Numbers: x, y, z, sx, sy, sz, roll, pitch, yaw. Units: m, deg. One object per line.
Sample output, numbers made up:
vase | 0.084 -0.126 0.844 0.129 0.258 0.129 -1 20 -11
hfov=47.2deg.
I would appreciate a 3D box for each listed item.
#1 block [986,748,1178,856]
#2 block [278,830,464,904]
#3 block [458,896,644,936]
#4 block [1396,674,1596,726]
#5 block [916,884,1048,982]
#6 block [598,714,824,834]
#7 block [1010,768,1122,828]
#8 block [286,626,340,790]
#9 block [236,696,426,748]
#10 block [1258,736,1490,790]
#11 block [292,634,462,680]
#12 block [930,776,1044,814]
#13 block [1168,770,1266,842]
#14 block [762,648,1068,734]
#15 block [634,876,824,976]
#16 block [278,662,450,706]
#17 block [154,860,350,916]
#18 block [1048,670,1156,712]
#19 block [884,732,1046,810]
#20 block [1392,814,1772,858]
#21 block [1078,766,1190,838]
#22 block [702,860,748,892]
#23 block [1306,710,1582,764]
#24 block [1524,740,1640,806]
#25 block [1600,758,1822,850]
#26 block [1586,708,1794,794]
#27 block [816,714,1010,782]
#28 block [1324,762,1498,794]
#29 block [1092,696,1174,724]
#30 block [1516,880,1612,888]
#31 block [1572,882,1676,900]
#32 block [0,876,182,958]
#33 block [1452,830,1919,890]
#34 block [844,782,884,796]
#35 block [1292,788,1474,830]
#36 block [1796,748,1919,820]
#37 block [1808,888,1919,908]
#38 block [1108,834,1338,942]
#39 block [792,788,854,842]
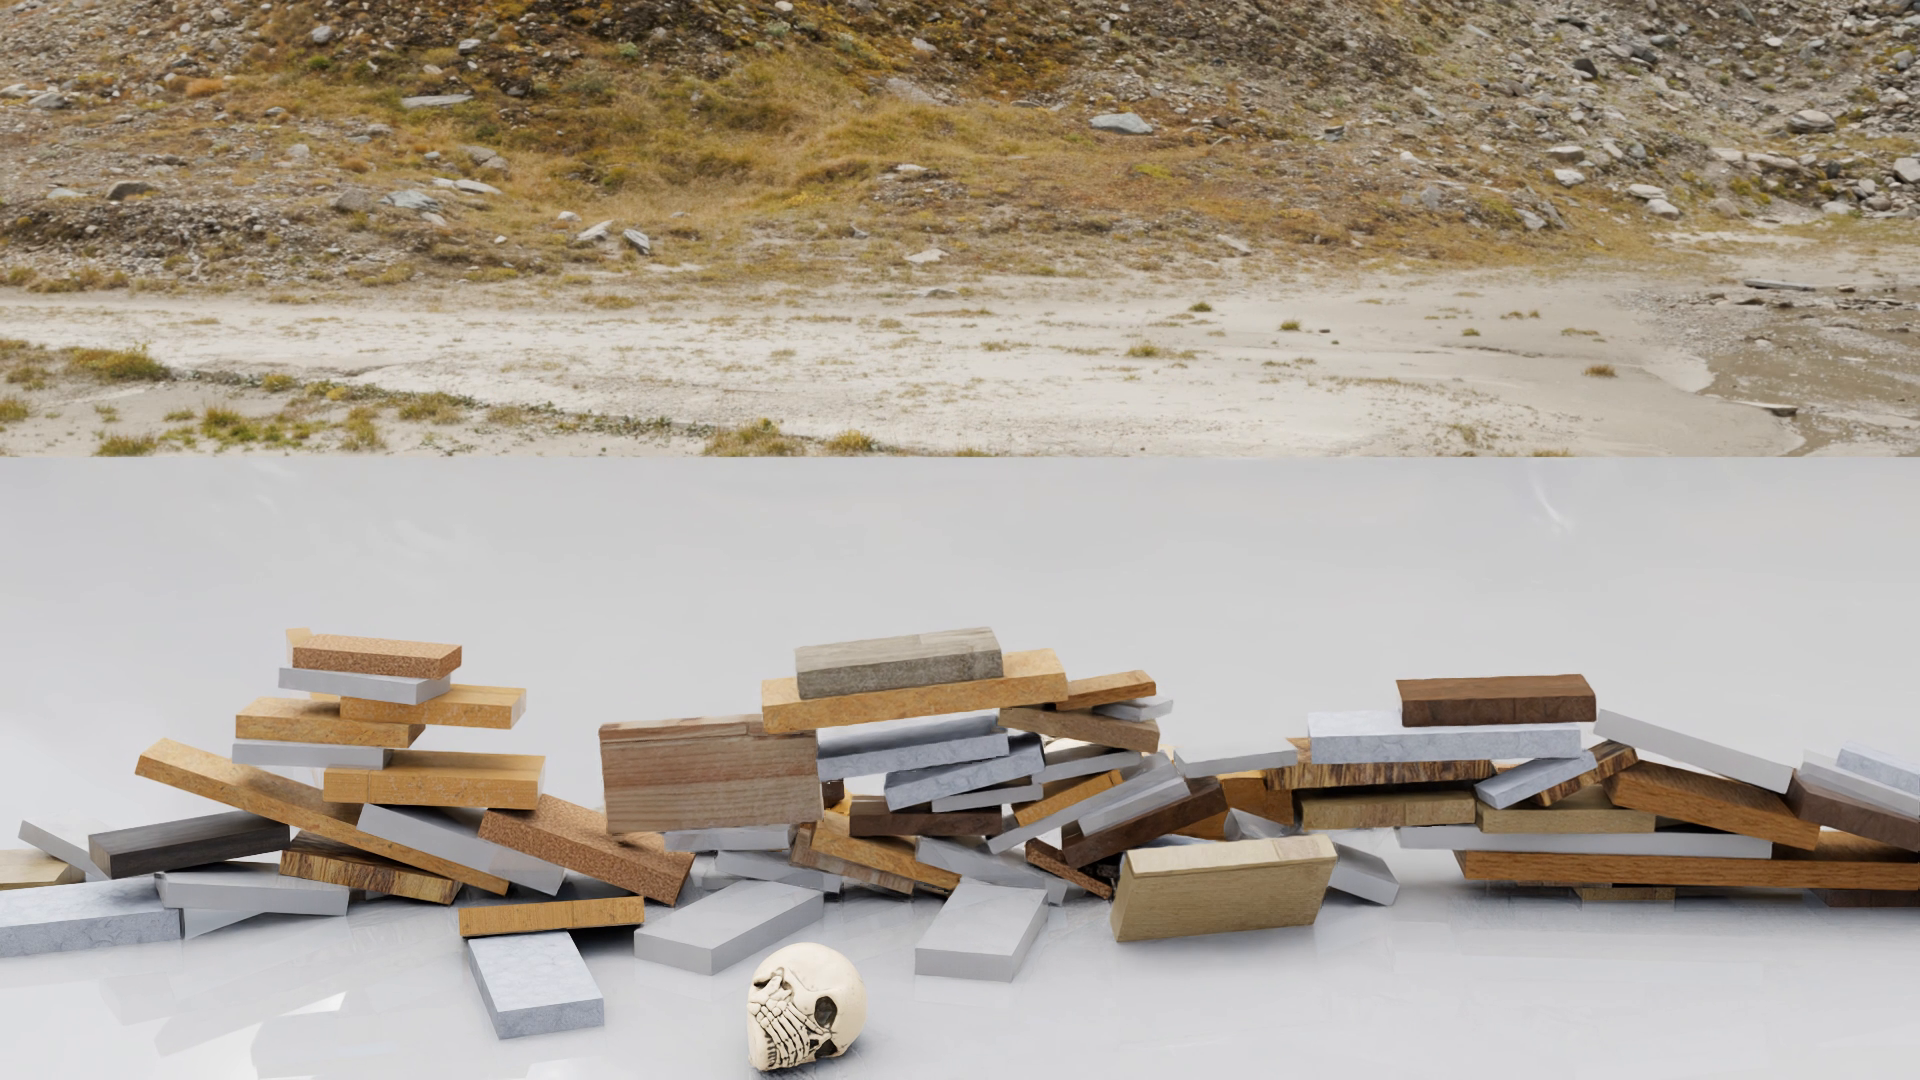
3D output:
block | 0.199 0.436 3.665 0.331 0.027 0.094 -23 9 0
block | -0.972 0.541 3.660 0.282 0.040 0.141 11 8 -4
block | -0.638 0.588 3.437 0.279 0.040 0.140 -2 -11 -12
block | 0.890 0.267 3.667 0.310 0.044 0.155 -2 9 8
block | 0.038 0.611 3.440 0.149 0.042 0.297 2 11 13
block | -0.410 0.384 3.641 0.355 0.177 0.050 -3 11 1
block | 0.175 0.418 3.657 0.184 0.026 0.092 -23 9 -2
block | -1.277 0.366 4.389 0.050 0.177 1.011 -4 11 -21
block | -1.044 0.303 3.658 0.279 0.040 0.139 4 8 -3
block | 0.689 0.367 3.694 0.368 0.044 0.155 -3 10 0
block | -0.970 0.194 3.667 0.247 0.035 0.123 4 8 3
block | 0.042 0.418 3.653 0.184 0.026 0.092 -7 8 -3
block | 0.371 0.484 3.811 0.310 0.155 0.044 -2 14 -10
block | -0.078 0.247 3.614 0.491 0.047 0.166 -6 11 -4
block | -0.361 0.606 3.469 0.148 0.042 0.297 6 12 30
block | -0.986 0.231 3.648 0.247 0.035 0.123 6 8 13
block | -1.147 0.560 3.560 0.282 0.040 0.141 8 6 -28
block | 0.231 0.248 3.635 0.169 0.024 0.085 -9 12 -10
block | 0.008 0.380 3.644 0.264 0.037 0.132 -15 9 4
block | 1.026 0.481 3.660 0.595 0.040 0.140 1 11 5
block | 0.286 0.432 3.642 0.187 0.027 0.094 -22 9 4
block | -0.381 0.562 3.755 0.081 0.023 0.162 2 11 9
block | 0.796 0.322 3.648 0.429 0.046 0.163 -2 9 7
block | 1.010 0.381 3.601 0.178 0.025 0.089 -23 7 -10
block | 1.224 0.426 3.607 0.323 0.046 0.162 13 11 4
block | 1.195 0.347 3.614 0.310 0.044 0.155 17 -1 13
block | -0.076 0.343 3.646 0.314 0.037 0.132 -8 10 1
block | 0.753 0.398 3.698 0.284 0.025 0.089 -2 10 5
block | 0.292 0.279 3.703 0.085 0.024 0.169 13 7 23
block | 1.003 0.556 3.674 0.153 0.022 0.077 1 11 4
block | 1.106 0.578 3.674 0.153 0.022 0.076 0 11 -1
block | -1.422 0.599 3.486 0.354 0.050 0.177 -3 11 -17
block | 1.313 0.526 3.650 0.958 0.046 0.162 1 11 4
block | -0.191 0.501 4.087 0.081 0.023 0.265 1 11 7
block | 0.704 0.438 3.674 0.280 0.040 0.140 -3 10 1
block | 1.485 0.402 3.590 0.222 0.031 0.111 19 12 18
block | 1.951 0.575 3.662 1.051 0.031 0.111 0 11 -1
block | 0.412 0.546 3.451 0.331 0.166 0.047 -3 42 -14
block | -0.308 0.476 4.018 0.177 0.050 0.370 -8 14 -21
